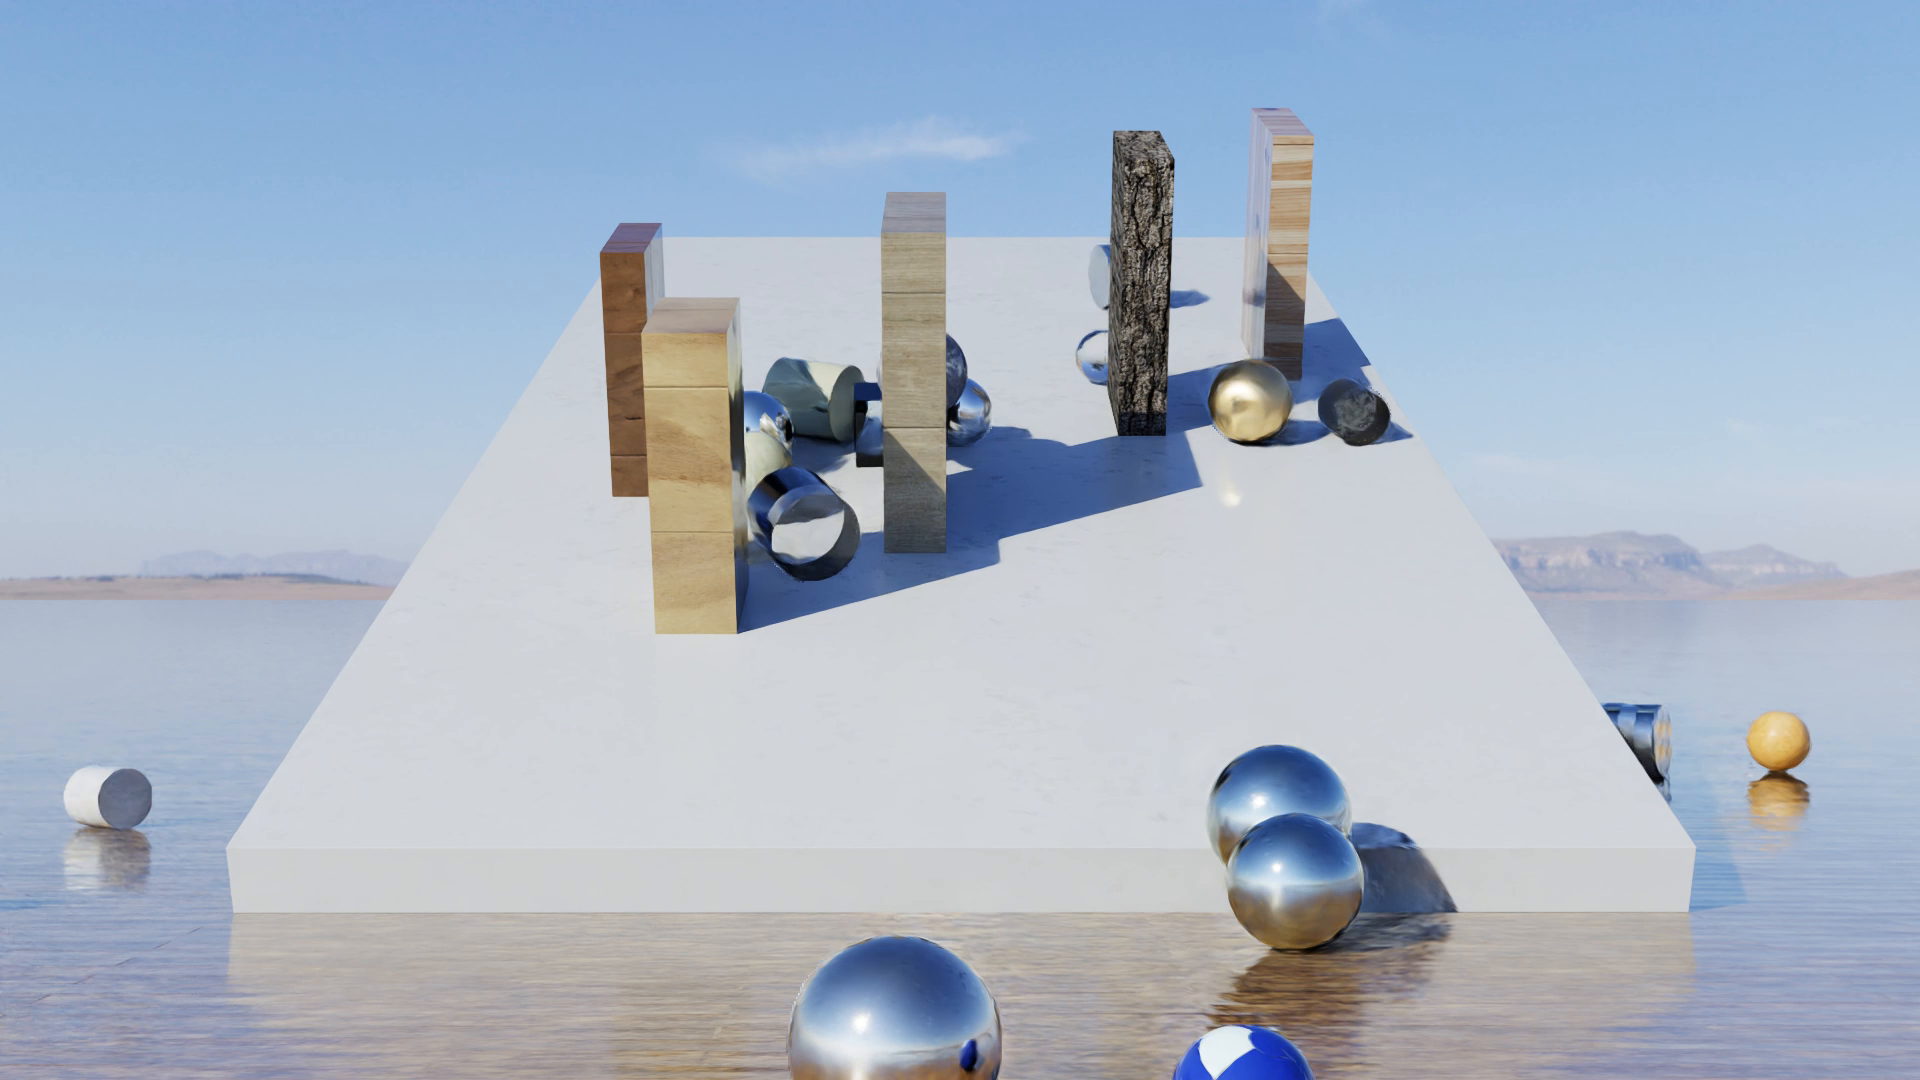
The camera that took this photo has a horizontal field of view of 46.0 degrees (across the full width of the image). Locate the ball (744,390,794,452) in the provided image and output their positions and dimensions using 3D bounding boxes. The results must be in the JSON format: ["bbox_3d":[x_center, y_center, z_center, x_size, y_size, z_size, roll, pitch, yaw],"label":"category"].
[{"bbox_3d":[-0.424,-0.216,4.597,0.176,0.176,0.176,0,-1,0],"label":"ball"}]

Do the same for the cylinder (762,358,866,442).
[{"bbox_3d":[-0.313,-0.302,4.858,0.166,0.166,0.166,9,3,25],"label":"cylinder"}]

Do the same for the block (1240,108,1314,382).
[{"bbox_3d":[0.755,-0.713,5.406,0.093,0.576,0.408,0,20,0],"label":"block"}]

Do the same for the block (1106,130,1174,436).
[{"bbox_3d":[0.394,-0.570,4.965,0.103,0.599,0.371,0,20,0],"label":"block"}]

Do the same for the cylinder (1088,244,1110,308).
[{"bbox_3d":[0.448,-0.702,5.985,0.167,0.167,0.167,-6,0,-16],"label":"cylinder"}]

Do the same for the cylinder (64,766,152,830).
[{"bbox_3d":[-1.598,0.482,4.240,0.114,0.114,0.114,-1,-2,38],"label":"cylinder"}]

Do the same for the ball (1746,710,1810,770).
[{"bbox_3d":[2.027,0.496,5.595,0.151,0.151,0.151,0,-1,0],"label":"ball"}]

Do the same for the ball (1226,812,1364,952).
[{"bbox_3d":[0.411,0.420,2.775,0.169,0.169,0.169,0,-1,0],"label":"ball"}]

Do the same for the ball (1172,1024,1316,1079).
[{"bbox_3d":[0.215,0.423,1.705,0.113,0.113,0.113,0,-1,0],"label":"ball"}]

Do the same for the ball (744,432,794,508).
[{"bbox_3d":[-0.401,-0.137,4.410,0.152,0.152,0.152,0,-1,0],"label":"ball"}]

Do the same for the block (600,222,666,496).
[{"bbox_3d":[-0.649,-0.365,4.543,0.085,0.493,0.284,0,20,0],"label":"block"}]

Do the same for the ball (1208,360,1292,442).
[{"bbox_3d":[0.620,-0.297,4.826,0.179,0.179,0.179,0,-1,0],"label":"ball"}]

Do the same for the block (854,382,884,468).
[{"bbox_3d":[-0.149,-0.242,4.722,0.143,0.143,0.143,-1,20,-4],"label":"block"}]

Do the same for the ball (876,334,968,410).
[{"bbox_3d":[-0.076,-0.339,4.559,0.185,0.185,0.185,0,-1,0],"label":"ball"}]

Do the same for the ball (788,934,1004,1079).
[{"bbox_3d":[-0.051,0.396,1.782,0.169,0.169,0.169,0,-1,0],"label":"ball"}]

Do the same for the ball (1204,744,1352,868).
[{"bbox_3d":[0.415,0.362,2.946,0.191,0.191,0.191,0,-1,0],"label":"ball"}]

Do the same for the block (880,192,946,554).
[{"bbox_3d":[-0.083,-0.322,4.264,0.115,0.600,0.384,0,20,0],"label":"block"}]

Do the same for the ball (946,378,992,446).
[{"bbox_3d":[-0.004,-0.273,4.804,0.147,0.147,0.147,0,-1,0],"label":"ball"}]

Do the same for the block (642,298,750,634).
[{"bbox_3d":[-0.444,-0.128,3.833,0.137,0.521,0.247,0,20,0],"label":"block"}]

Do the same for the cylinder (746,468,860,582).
[{"bbox_3d":[-0.284,-0.030,4.089,0.165,0.165,0.165,1,18,-22],"label":"cylinder"}]

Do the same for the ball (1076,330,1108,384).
[{"bbox_3d":[0.332,-0.428,5.277,0.125,0.125,0.125,0,-1,0],"label":"ball"}]

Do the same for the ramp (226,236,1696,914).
[{"bbox_3d":[-0.005,-0.202,4.974,2.000,0.100,4.000,0,20,0],"label":"ramp"}]

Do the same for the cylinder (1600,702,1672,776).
[{"bbox_3d":[1.613,0.482,5.461,0.174,0.174,0.174,-1,-2,31],"label":"cylinder"}]

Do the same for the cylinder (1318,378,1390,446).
[{"bbox_3d":[0.845,-0.275,4.859,0.117,0.117,0.117,0,19,-13],"label":"cylinder"}]
